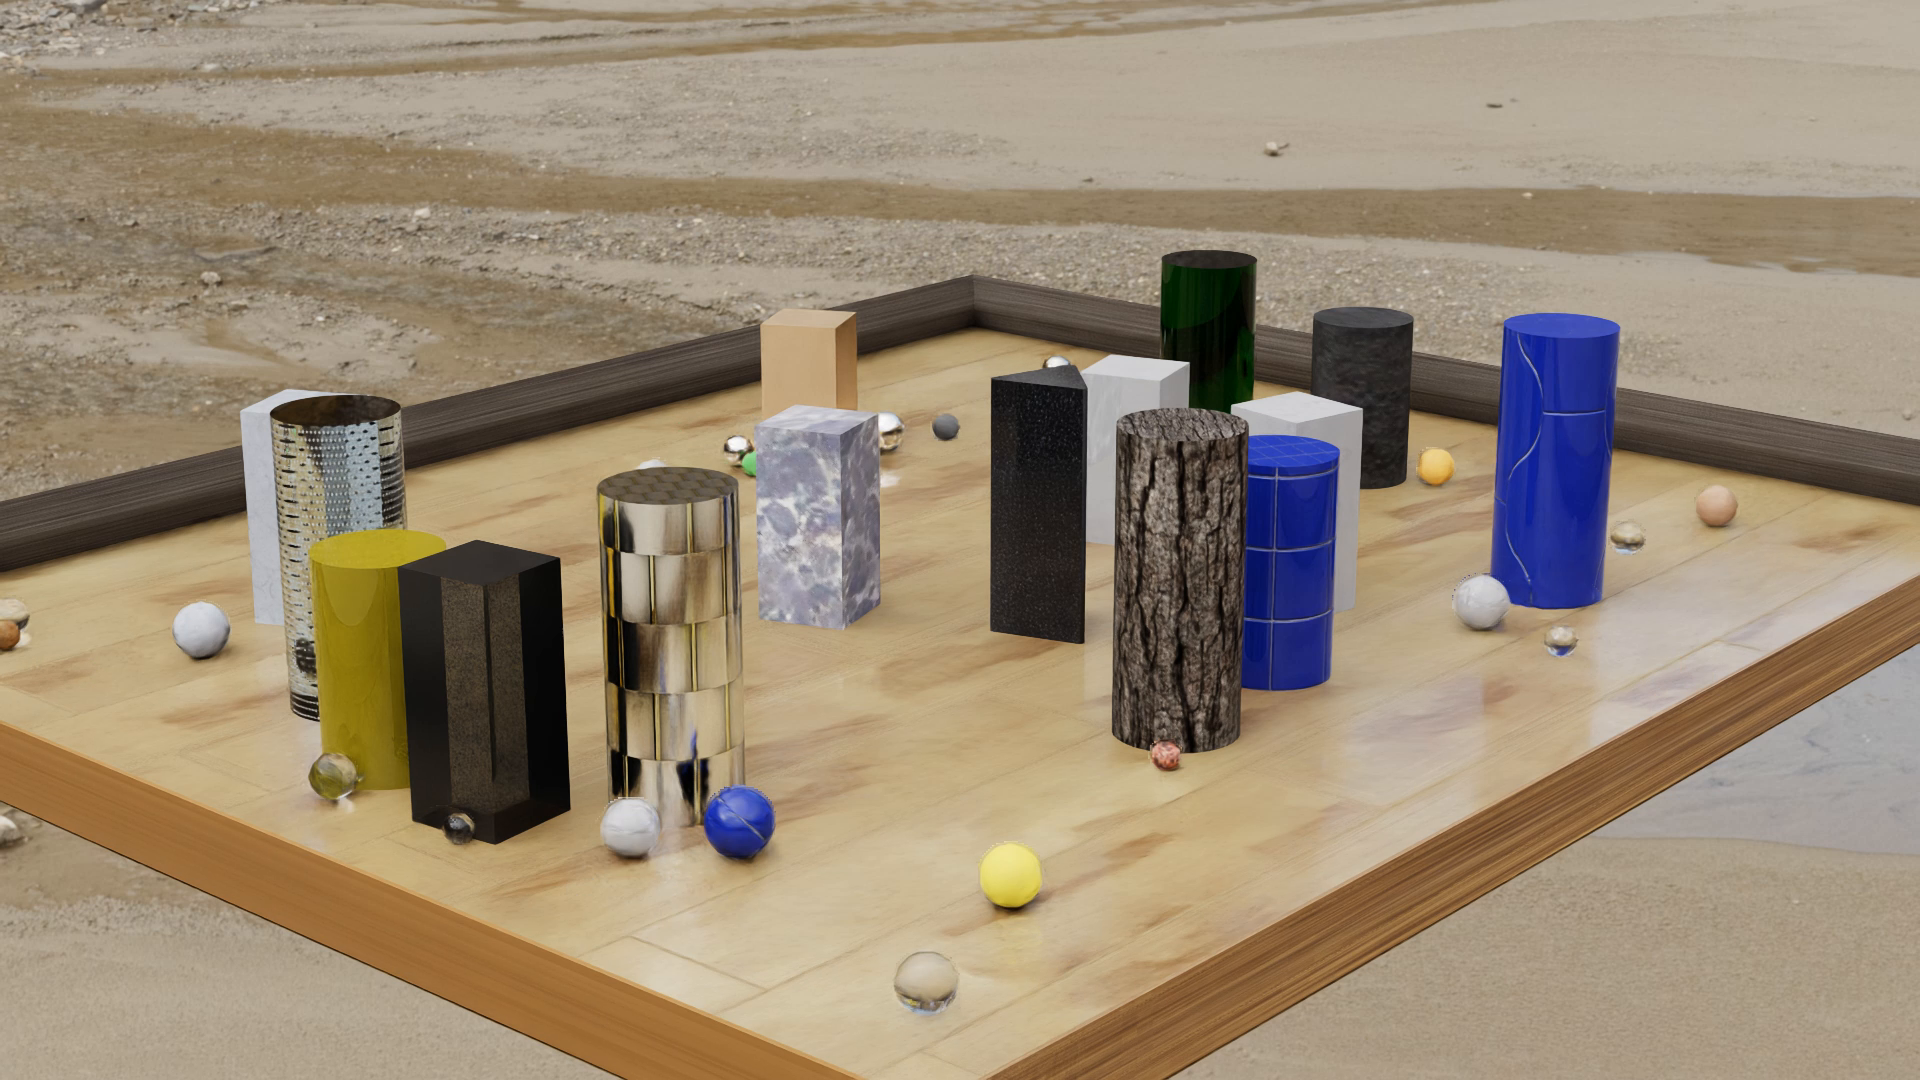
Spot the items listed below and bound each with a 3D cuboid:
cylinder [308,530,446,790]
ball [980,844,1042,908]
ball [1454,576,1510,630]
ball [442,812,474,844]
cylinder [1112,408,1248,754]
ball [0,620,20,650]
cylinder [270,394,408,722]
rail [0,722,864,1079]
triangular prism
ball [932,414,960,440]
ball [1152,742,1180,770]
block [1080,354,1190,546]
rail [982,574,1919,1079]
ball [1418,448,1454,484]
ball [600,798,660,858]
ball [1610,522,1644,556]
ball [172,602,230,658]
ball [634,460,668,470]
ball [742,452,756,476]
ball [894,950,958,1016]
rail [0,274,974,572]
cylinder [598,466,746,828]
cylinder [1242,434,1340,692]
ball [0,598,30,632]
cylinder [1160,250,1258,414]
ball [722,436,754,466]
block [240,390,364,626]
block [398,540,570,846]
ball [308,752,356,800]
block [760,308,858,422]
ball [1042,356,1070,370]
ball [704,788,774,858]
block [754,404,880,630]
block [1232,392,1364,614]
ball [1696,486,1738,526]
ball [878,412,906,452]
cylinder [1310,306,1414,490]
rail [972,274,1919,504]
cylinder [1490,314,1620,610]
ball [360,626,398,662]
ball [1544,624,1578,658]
[{"bbox_3d":[-0.843,0.173,4.293,0.196,0.336,0.196,0,17,0],"label":"cylinder"},{"bbox_3d":[0.067,0.440,3.845,0.083,0.083,0.083,0,17,0],"label":"ball"},{"bbox_3d":[0.880,0.106,4.942,0.092,0.092,0.092,0,17,0],"label":"ball"},{"bbox_3d":[-0.693,0.399,4.053,0.044,0.044,0.044,0,17,0],"label":"ball"},{"bbox_3d":[0.330,0.060,4.414,0.196,0.484,0.196,0,17,0],"label":"cylinder"},{"bbox_3d":[-1.578,0.157,4.843,0.050,0.050,0.050,0,17,0],"label":"ball"},{"bbox_3d":[-0.952,0.028,4.539,0.196,0.472,0.196,0,17,0],"label":"cylinder"},{"bbox_3d":[-1.059,0.384,3.952,2.765,0.128,0.045,14,22,39],"label":"rail"},{"bbox_3d":[0.158,-0.066,4.913,0.170,0.437,0.147,8,18,24],"label":"triangular prism"},{"bbox_3d":[-0.029,-0.237,6.138,0.056,0.056,0.056,0,17,0],"label":"ball"},{"bbox_3d":[0.303,0.318,4.320,0.043,0.043,0.043,0,17,0],"label":"ball"},{"bbox_3d":[0.322,-0.164,5.439,0.157,0.321,0.157,7,18,23],"label":"block"},{"bbox_3d":[1.026,0.289,4.267,0.045,0.128,3.279,14,22,39],"label":"rail"},{"bbox_3d":[0.943,-0.145,5.808,0.072,0.072,0.072,0,17,0],"label":"ball"},{"bbox_3d":[-0.450,0.394,4.004,0.081,0.081,0.081,0,17,0],"label":"ball"},{"bbox_3d":[1.219,-0.003,5.355,0.061,0.061,0.061,0,17,0],"label":"ball"},{"bbox_3d":[-1.244,0.147,4.805,0.091,0.091,0.091,0,17,0],"label":"ball"},{"bbox_3d":[-0.591,-0.109,5.657,0.090,0.090,0.090,0,17,0],"label":"ball"},{"bbox_3d":[-0.412,-0.153,5.875,0.047,0.047,0.047,0,17,0],"label":"ball"},{"bbox_3d":[-0.040,0.535,3.541,0.078,0.078,0.078,0,17,0],"label":"ball"},{"bbox_3d":[-1.026,-0.225,5.973,0.045,0.128,3.279,14,22,39],"label":"rail"},{"bbox_3d":[-0.405,0.150,4.138,0.196,0.471,0.196,0,17,0],"label":"cylinder"},{"bbox_3d":[0.503,0.035,4.694,0.196,0.369,0.196,0,17,0],"label":"cylinder"},{"bbox_3d":[-1.593,0.129,4.914,0.064,0.064,0.064,0,17,0],"label":"ball"},{"bbox_3d":[0.511,-0.388,6.063,0.196,0.391,0.196,0,17,0],"label":"cylinder"},{"bbox_3d":[-0.450,-0.181,5.942,0.063,0.063,0.063,0,17,0],"label":"ball"},{"bbox_3d":[-1.100,-0.052,4.982,0.157,0.371,0.157,5,17,16],"label":"block"},{"bbox_3d":[-0.663,0.210,4.102,0.157,0.376,0.157,11,20,32],"label":"block"},{"bbox_3d":[-0.900,0.339,4.210,0.067,0.067,0.067,0,17,0],"label":"ball"},{"bbox_3d":[-0.308,-0.319,6.025,0.157,0.279,0.157,4,17,13],"label":"block"},{"bbox_3d":[0.218,-0.382,6.601,0.068,0.068,0.068,0,17,0],"label":"ball"},{"bbox_3d":[-0.301,0.387,4.001,0.097,0.097,0.097,0,17,0],"label":"ball"},{"bbox_3d":[-0.240,-0.041,4.995,0.157,0.340,0.157,7,18,22],"label":"block"},{"bbox_3d":[0.571,-0.056,5.023,0.157,0.355,0.157,-13,21,-36],"label":"block"},{"bbox_3d":[1.428,-0.065,5.534,0.076,0.076,0.076,0,17,0],"label":"ball"},{"bbox_3d":[-0.154,-0.224,6.049,0.084,0.084,0.084,0,17,0],"label":"ball"},{"bbox_3d":[0.796,-0.284,5.828,0.196,0.325,0.196,0,17,0],"label":"cylinder"},{"bbox_3d":[1.059,-0.320,6.288,2.765,0.128,0.045,14,22,39],"label":"rail"},{"bbox_3d":[1.029,-0.138,5.080,0.196,0.478,0.196,0,17,0],"label":"cylinder"},{"bbox_3d":[-0.948,0.169,4.787,0.059,0.059,0.059,0,17,0],"label":"ball"},{"bbox_3d":[0.985,0.165,4.808,0.054,0.054,0.054,0,17,0],"label":"ball"}]
